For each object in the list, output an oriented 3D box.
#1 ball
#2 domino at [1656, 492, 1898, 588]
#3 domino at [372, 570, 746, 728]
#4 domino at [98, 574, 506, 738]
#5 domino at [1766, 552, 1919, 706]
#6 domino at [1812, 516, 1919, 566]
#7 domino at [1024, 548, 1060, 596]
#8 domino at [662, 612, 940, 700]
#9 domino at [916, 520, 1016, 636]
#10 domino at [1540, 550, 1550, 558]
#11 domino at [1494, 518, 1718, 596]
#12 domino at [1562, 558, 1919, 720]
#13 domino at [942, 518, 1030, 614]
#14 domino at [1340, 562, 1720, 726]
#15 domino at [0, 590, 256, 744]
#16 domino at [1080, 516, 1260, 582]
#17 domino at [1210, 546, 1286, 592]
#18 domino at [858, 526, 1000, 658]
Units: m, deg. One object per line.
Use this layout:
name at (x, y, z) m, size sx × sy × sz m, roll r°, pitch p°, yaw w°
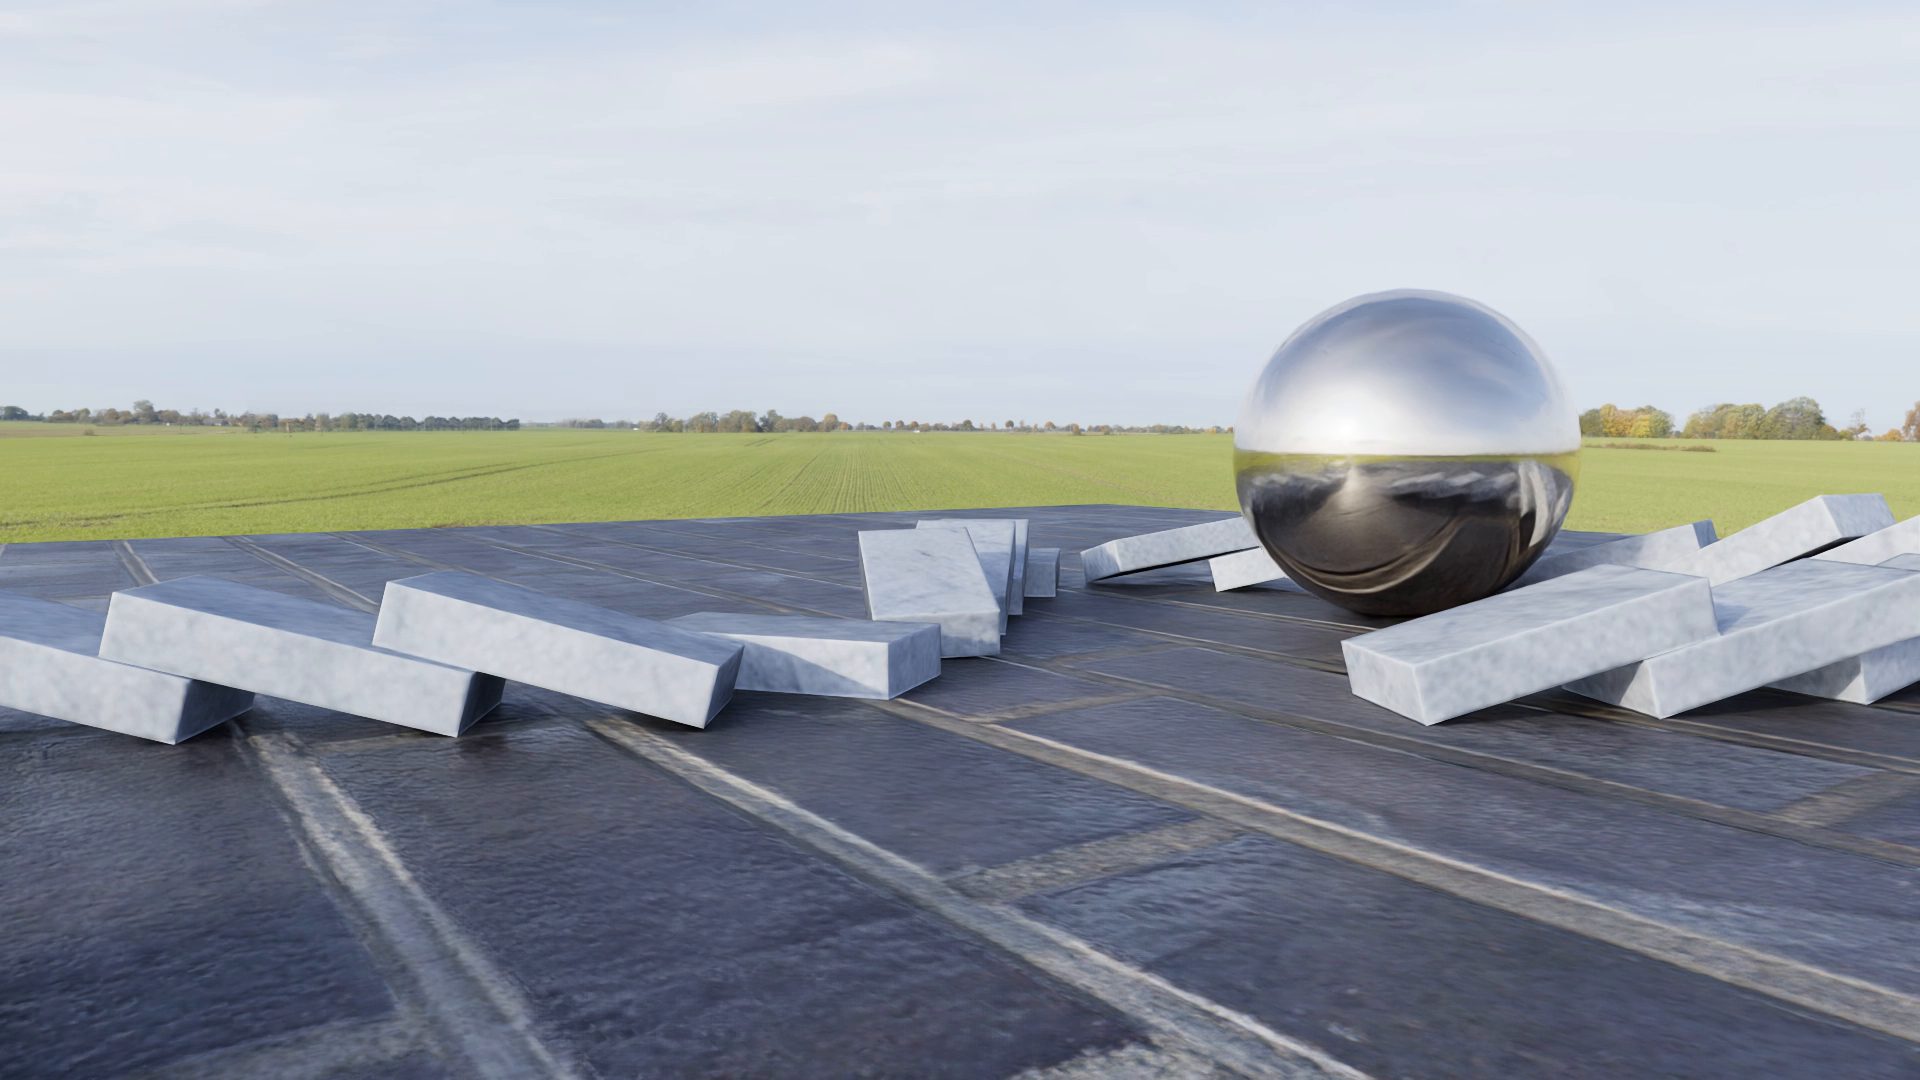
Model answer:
ball at (0.107, -0.021, 0.313) m, size 0.080 × 0.080 × 0.080 m, roll 0°, pitch 4°, yaw 0°
domino at (0.178, 0.005, 0.289) m, size 0.025 × 0.009 × 0.050 m, roll -2°, pitch -23°, yaw -30°
domino at (-0.061, 0.016, 0.201) m, size 0.050 × 0.009 × 0.025 m, roll 15°, pitch 3°, yaw -1°
domino at (-0.097, 0.017, 0.195) m, size 0.050 × 0.010 × 0.025 m, roll 14°, pitch 3°, yaw -7°
domino at (0.165, 0.015, 0.228) m, size 0.050 × 0.009 × 0.025 m, roll -17°, pitch 10°, yaw -19°
domino at (0.187, 0.005, 0.264) m, size 0.025 × 0.009 × 0.050 m, roll -5°, pitch -21°, yaw -39°
domino at (0.017, 0.009, 0.383) m, size 0.025 × 0.010 × 0.050 m, roll 0°, pitch 4°, yaw 6°
domino at (-0.031, 0.020, 0.233) m, size 0.050 × 0.010 × 0.025 m, roll 2°, pitch 5°, yaw 19°
domino at (0.000, 0.008, 0.309) m, size 0.025 × 0.010 × 0.050 m, roll 0°, pitch 20°, yaw 5°
domino at (0.134, 0.005, 0.353) m, size 0.050 × 0.009 × 0.025 m, roll -15°, pitch -3°, yaw 25°
domino at (0.163, 0.006, 0.328) m, size 0.050 × 0.009 × 0.025 m, roll -18°, pitch -8°, yaw 39°
domino at (0.129, 0.015, 0.213) m, size 0.050 × 0.010 × 0.025 m, roll -16°, pitch 6°, yaw -6°
domino at (0.005, 0.006, 0.343) m, size 0.025 × 0.010 × 0.050 m, roll 0°, pitch 18°, yaw 5°
domino at (0.091, 0.016, 0.208) m, size 0.050 × 0.009 × 0.025 m, roll -15°, pitch 6°, yaw -7°
domino at (-0.135, 0.017, 0.191) m, size 0.050 × 0.009 × 0.025 m, roll 15°, pitch 2°, yaw -7°
domino at (0.065, 0.002, 0.391) m, size 0.050 × 0.010 × 0.025 m, roll -10°, pitch -6°, yaw -19°
domino at (0.100, 0.004, 0.371) m, size 0.050 × 0.010 × 0.025 m, roll -14°, pitch -2°, yaw 25°
domino at (-0.008, 0.010, 0.274) m, size 0.025 × 0.009 × 0.050 m, roll -2°, pitch 20°, yaw -7°
